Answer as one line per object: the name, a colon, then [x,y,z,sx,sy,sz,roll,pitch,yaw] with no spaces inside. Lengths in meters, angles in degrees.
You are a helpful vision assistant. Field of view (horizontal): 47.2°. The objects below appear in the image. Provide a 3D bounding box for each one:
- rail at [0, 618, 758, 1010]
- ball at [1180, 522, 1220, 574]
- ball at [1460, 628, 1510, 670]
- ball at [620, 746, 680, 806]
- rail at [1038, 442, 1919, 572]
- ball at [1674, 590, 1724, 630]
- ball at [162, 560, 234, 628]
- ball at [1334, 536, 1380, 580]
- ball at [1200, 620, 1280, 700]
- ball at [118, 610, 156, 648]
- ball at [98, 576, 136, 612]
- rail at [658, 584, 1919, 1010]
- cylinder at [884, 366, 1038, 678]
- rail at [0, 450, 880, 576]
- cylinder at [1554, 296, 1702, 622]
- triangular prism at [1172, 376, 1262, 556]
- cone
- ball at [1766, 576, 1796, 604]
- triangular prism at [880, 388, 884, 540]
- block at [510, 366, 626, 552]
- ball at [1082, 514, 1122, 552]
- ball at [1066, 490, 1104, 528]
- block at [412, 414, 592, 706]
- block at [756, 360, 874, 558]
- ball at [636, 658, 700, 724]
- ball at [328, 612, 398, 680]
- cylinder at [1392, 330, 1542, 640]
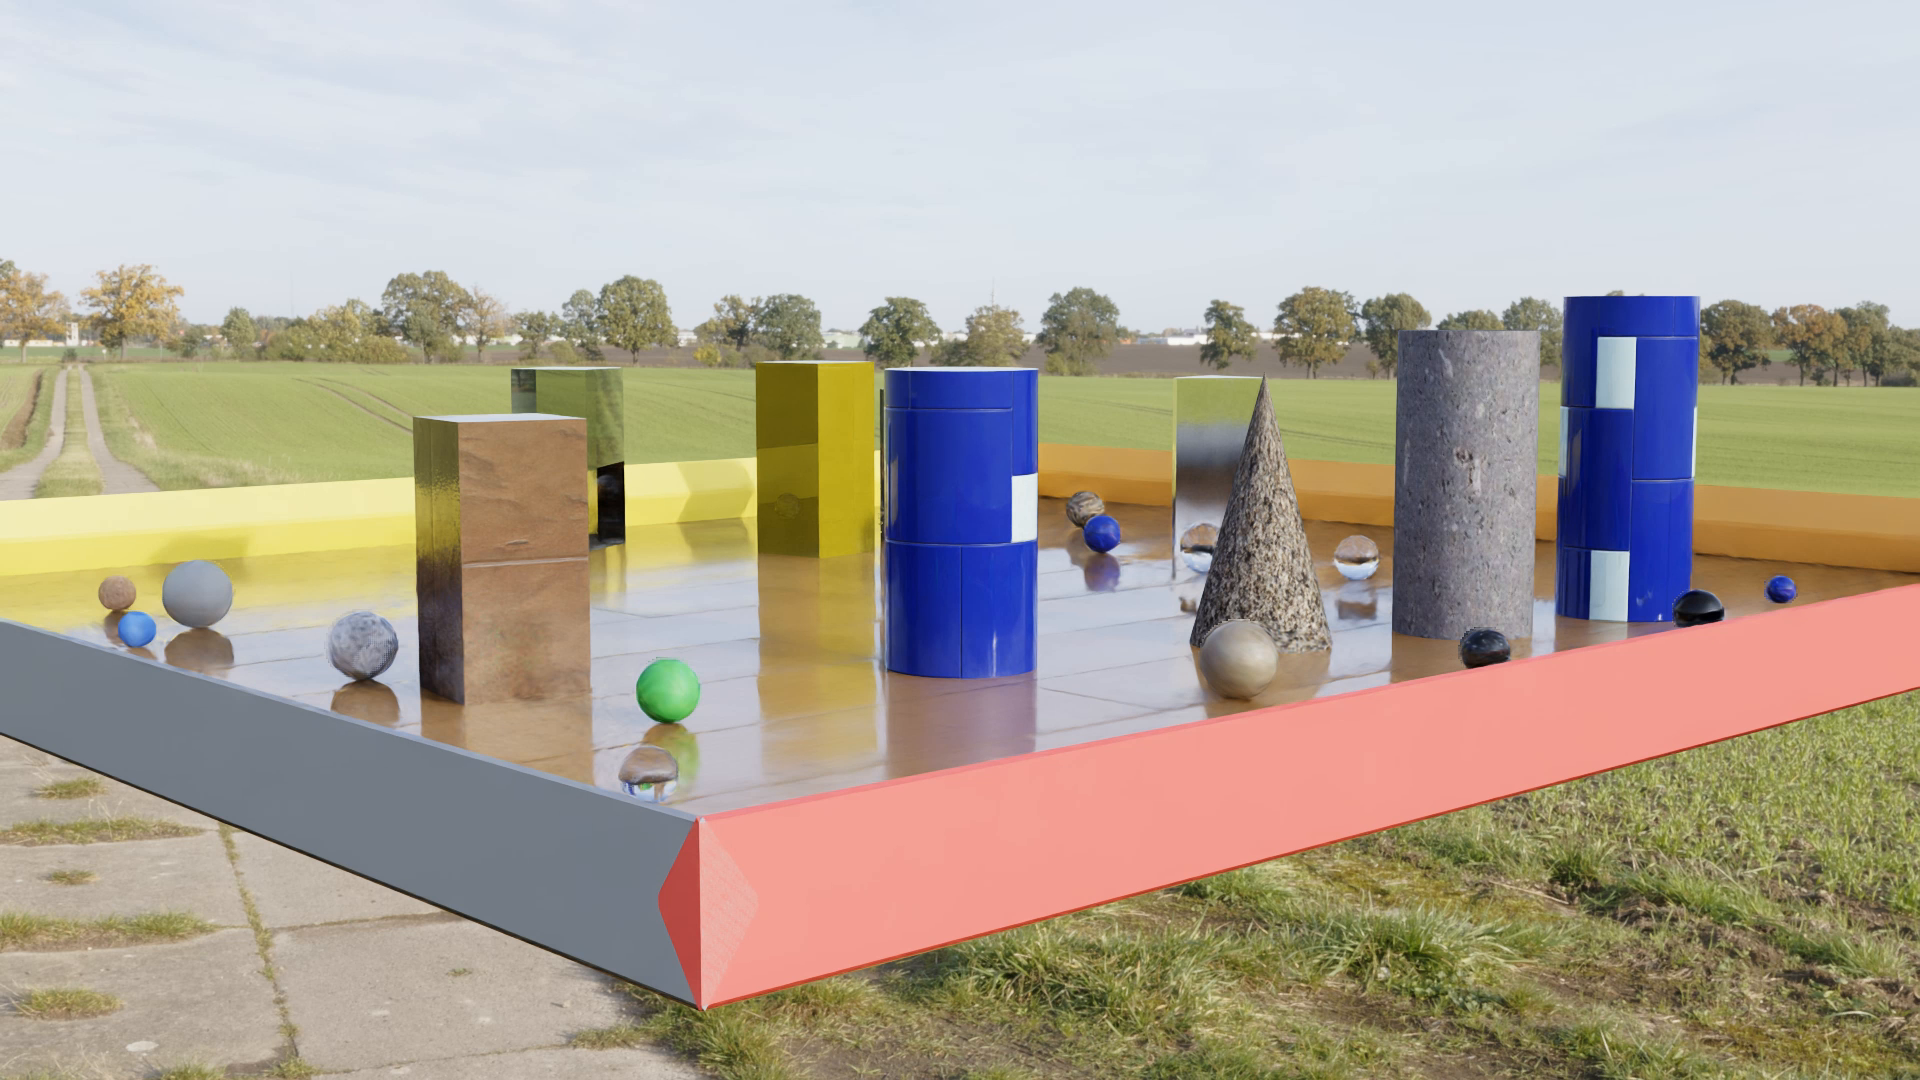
rail: [-1.045,0.133,2.373,0.045,0.124,2.649,-6,8,-42]
ball: [0.412,0.014,3.700,0.086,0.086,0.086,0,6,0]
ball: [0.636,0.136,2.662,0.059,0.059,0.059,0,6,0]
ball: [-0.279,0.211,1.975,0.054,0.054,0.054,0,6,0]
rail: [1.045,-0.069,4.291,0.045,0.124,2.649,-6,8,-42]
ball: [1.002,0.100,2.981,0.065,0.065,0.065,0,6,0]
ball: [-1.063,0.075,3.067,0.095,0.095,0.095,0,6,0]
ball: [0.652,0.029,3.612,0.073,0.073,0.073,0,6,0]
ball: [0.320,0.137,2.512,0.089,0.089,0.089,0,6,0]
ball: [-1.084,0.117,2.895,0.048,0.048,0.048,0,6,0]
ball: [-1.242,0.078,3.240,0.053,0.053,0.053,0,6,0]
rail: [0.882,0.132,2.381,2.891,0.124,0.045,-6,8,-42]
cylinder: [0.002,-0.027,2.727,0.190,0.370,0.190,0,6,0]
rail: [-0.882,-0.068,4.283,2.891,0.124,0.045,-6,8,-42]
cylinder: [0.968,-0.122,3.194,0.190,0.461,0.190,0,6,0]
triangular prism: [0.467,-0.139,4.028,0.165,0.320,0.143,0,6,0]
cone: [0.402,-0.043,2.916,0.190,0.362,0.190,0,6,0]
ball: [1.240,0.075,3.320,0.043,0.043,0.043,0,6,0]
triangular prism: [-0.053,-0.149,4.264,0.165,0.291,0.143,2,6,18]
block: [-0.731,-0.155,4.114,0.152,0.333,0.152,2,6,18]
ball: [0.259,-0.012,4.013,0.070,0.070,0.070,0,6,0]
ball: [0.254,-0.061,4.452,0.077,0.077,0.077,0,6,0]
block: [-0.532,0.017,2.556,0.152,0.319,0.152,-4,7,-32]
block: [-0.263,-0.151,4.012,0.152,0.347,0.152,5,8,38]
ball: [-0.314,0.162,2.367,0.069,0.069,0.069,0,6,0]
ball: [-0.718,0.127,2.643,0.082,0.082,0.082,0,6,0]
cylinder: [0.695,-0.080,3.025,0.190,0.414,0.190,0,6,0]
